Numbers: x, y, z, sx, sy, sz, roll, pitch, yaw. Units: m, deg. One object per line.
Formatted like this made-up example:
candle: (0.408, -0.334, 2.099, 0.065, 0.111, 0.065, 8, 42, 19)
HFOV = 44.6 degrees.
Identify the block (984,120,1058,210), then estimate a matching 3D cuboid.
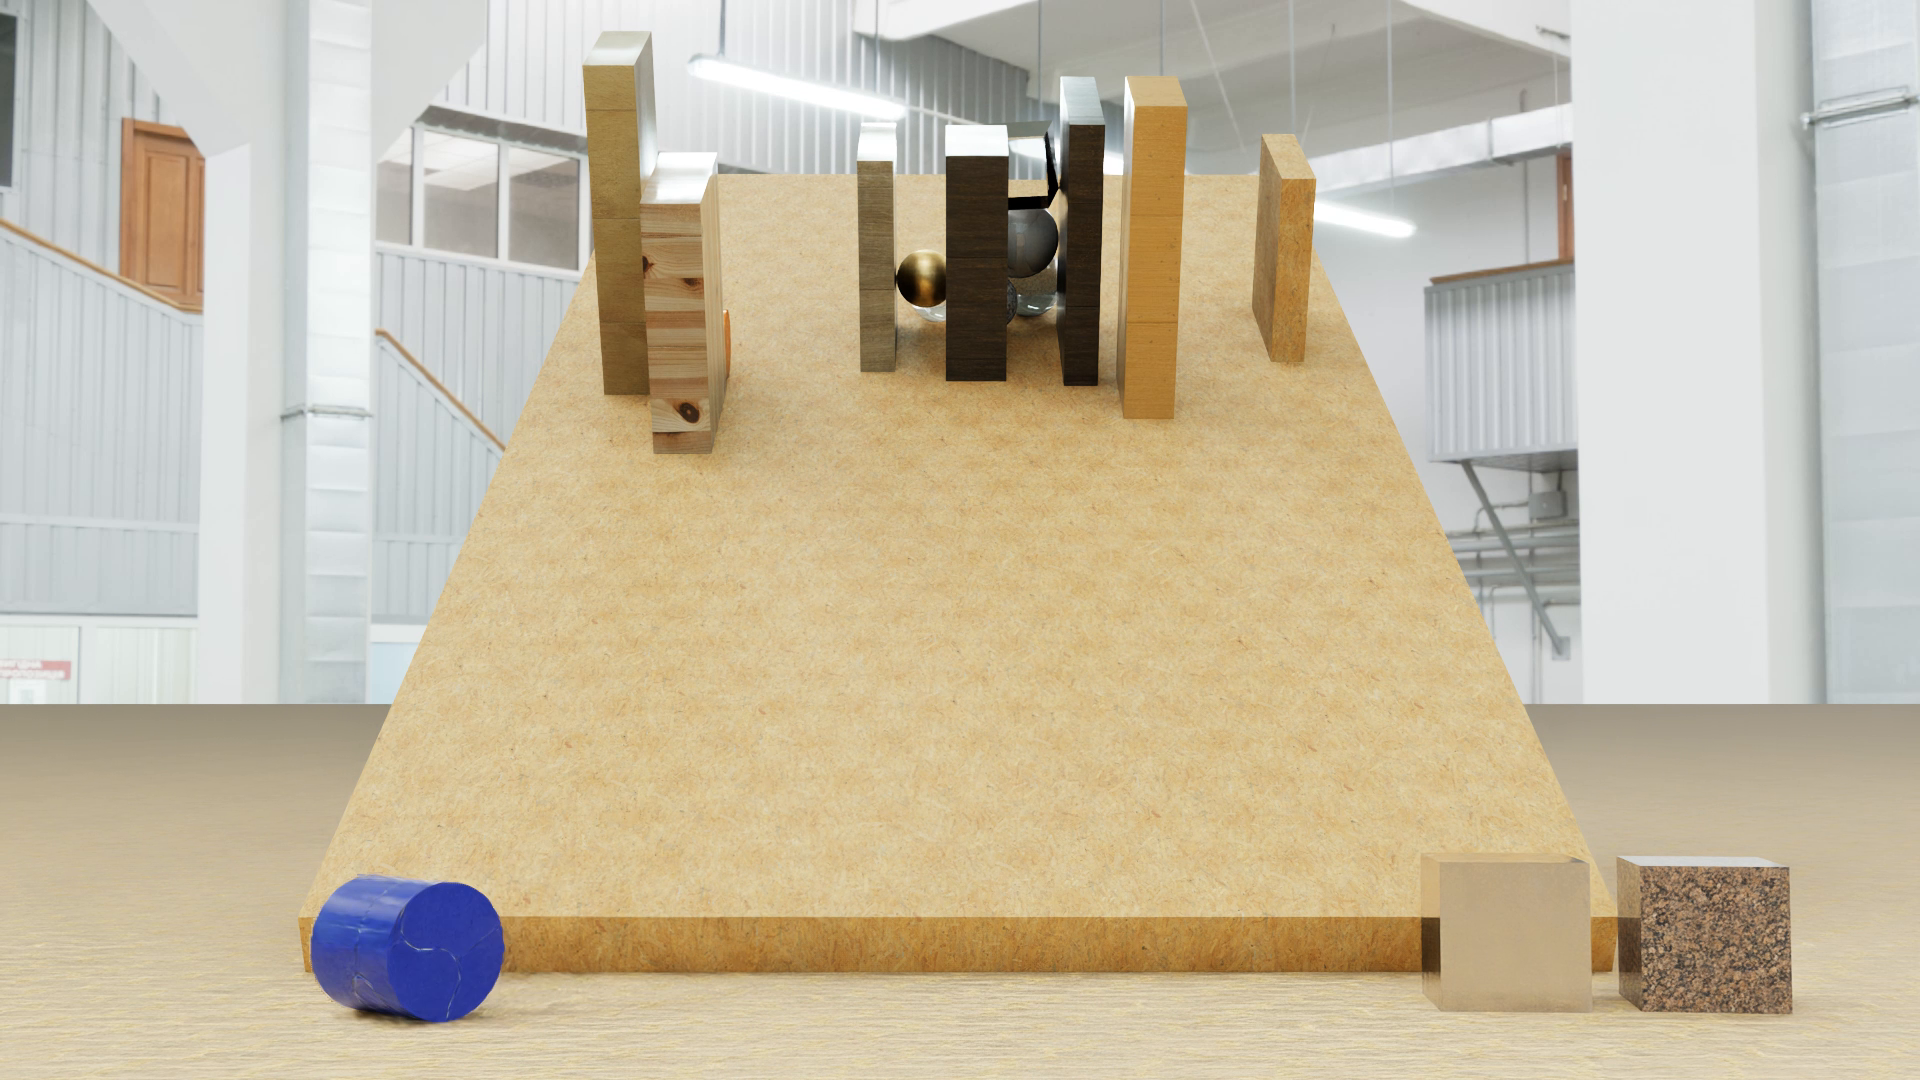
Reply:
block: (0.137, -0.913, 5.711, 0.172, 0.172, 0.172, -1, 24, 12)

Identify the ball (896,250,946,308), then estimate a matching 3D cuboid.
ball: (-0.085, -0.647, 5.800, 0.144, 0.144, 0.144, 0, -4, 0)

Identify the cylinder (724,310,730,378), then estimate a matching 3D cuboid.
cylinder: (-0.635, -0.466, 5.566, 0.165, 0.165, 0.165, 0, -4, 0)

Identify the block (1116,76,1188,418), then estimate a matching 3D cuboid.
block: (0.433, -0.664, 5.331, 0.115, 0.727, 0.270, 0, 25, 0)

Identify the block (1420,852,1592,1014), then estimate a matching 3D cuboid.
block: (0.749, 0.537, 3.226, 0.199, 0.199, 0.199, 0, -4, 4)

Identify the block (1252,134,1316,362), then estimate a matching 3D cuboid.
block: (0.797, -0.725, 5.782, 0.081, 0.459, 0.397, 0, 25, 0)

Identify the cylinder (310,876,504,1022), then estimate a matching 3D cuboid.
cylinder: (-0.730, 0.538, 3.094, 0.180, 0.180, 0.180, -4, -5, 43)

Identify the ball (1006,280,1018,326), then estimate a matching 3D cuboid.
ball: (0.064, -0.596, 5.855, 0.160, 0.160, 0.160, 0, -4, 0)

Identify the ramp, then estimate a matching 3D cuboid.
ramp: (-0.009, -0.229, 5.375, 2.000, 0.100, 4.000, 0, 25, 0)

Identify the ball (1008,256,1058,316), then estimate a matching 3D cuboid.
ball: (0.176, -0.660, 5.968, 0.181, 0.181, 0.181, 0, -4, 0)

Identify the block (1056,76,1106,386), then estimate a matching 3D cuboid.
block: (0.286, -0.745, 5.618, 0.081, 0.631, 0.445, 0, 25, 0)

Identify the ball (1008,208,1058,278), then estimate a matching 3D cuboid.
ball: (0.144, -0.748, 5.800, 0.201, 0.201, 0.201, 0, -4, 0)

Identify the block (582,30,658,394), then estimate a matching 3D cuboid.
block: (-0.778, -0.765, 5.480, 0.114, 0.779, 0.339, 0, 25, 0)

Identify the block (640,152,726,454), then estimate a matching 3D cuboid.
block: (-0.613, -0.532, 5.228, 0.128, 0.571, 0.393, 0, 25, 0)

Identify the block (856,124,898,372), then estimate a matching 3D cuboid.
block: (-0.198, -0.711, 5.671, 0.084, 0.521, 0.334, 0, 25, 0)

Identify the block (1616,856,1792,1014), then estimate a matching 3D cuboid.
block: (1.019, 0.539, 3.216, 0.194, 0.194, 0.194, 0, -4, 7)

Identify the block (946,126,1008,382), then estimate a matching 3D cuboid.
block: (0.038, -0.683, 5.580, 0.144, 0.550, 0.266, 0, 25, 0)

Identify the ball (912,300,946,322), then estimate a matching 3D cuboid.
ball: (-0.059, -0.618, 5.933, 0.134, 0.134, 0.134, 0, -4, 0)
